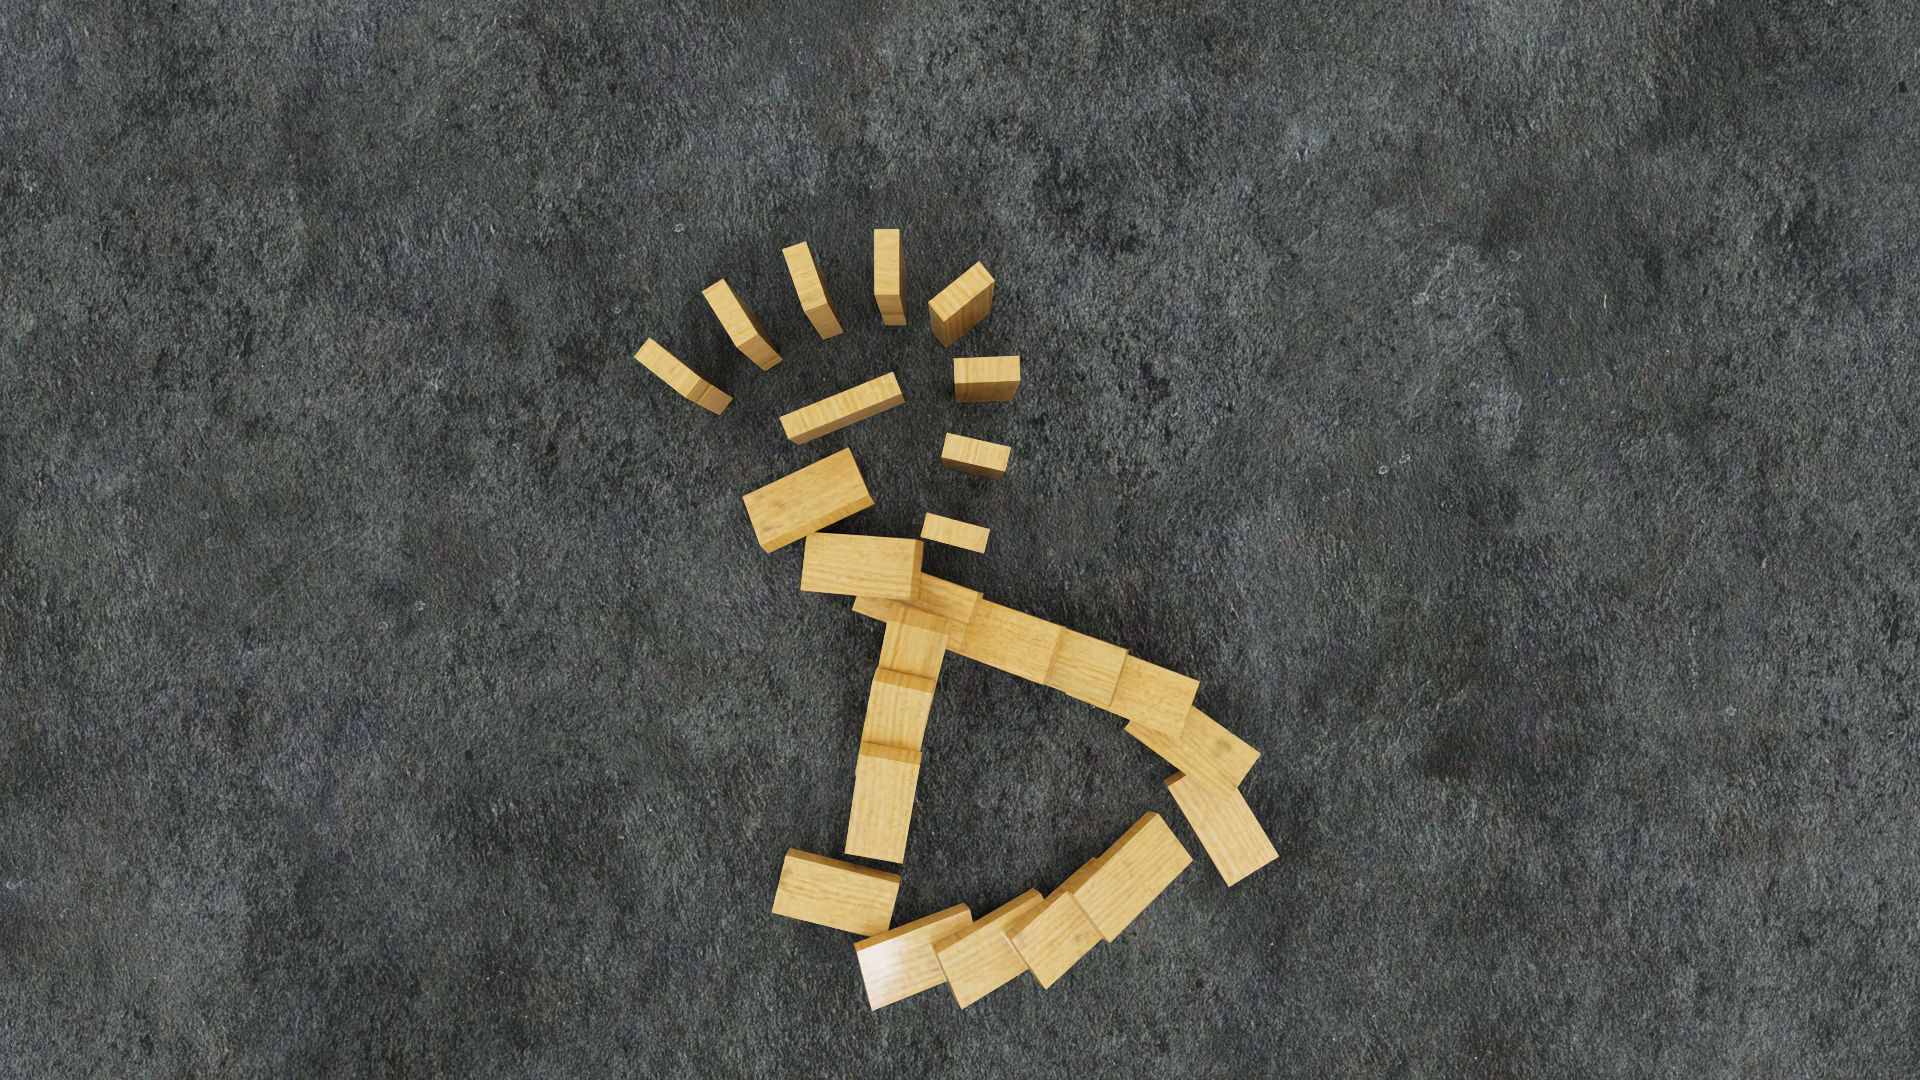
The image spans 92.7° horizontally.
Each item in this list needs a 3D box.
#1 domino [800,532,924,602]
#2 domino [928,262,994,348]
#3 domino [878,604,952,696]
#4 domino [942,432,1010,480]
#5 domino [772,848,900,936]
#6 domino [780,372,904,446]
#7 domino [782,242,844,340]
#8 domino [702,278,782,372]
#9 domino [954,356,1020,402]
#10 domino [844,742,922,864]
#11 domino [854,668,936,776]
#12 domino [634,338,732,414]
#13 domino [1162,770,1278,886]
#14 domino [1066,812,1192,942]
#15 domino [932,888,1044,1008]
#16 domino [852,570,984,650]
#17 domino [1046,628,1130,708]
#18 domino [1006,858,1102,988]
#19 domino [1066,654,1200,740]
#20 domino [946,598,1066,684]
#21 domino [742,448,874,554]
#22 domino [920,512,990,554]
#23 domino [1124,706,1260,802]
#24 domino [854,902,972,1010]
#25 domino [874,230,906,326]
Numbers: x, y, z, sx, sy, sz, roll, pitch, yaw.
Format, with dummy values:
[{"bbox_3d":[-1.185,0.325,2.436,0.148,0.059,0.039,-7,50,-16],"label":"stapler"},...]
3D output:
[{"bbox_3d":[-0.041,0.011,0.386,0.050,0.010,0.025,4,85,19],"label":"domino"},{"bbox_3d":[0.001,-0.095,0.375,0.025,0.050,0.009,-39,90,0],"label":"domino"},{"bbox_3d":[-0.021,0.051,0.381,0.025,0.009,0.050,14,127,0],"label":"domino"},{"bbox_3d":[0.006,-0.034,0.375,0.025,0.050,0.010,13,90,0],"label":"domino"},{"bbox_3d":[-0.053,0.153,0.395,0.050,0.010,0.025,14,90,0],"label":"domino"},{"bbox_3d":[-0.049,-0.055,0.388,0.050,0.025,0.010,-22,90,0],"label":"domino"},{"bbox_3d":[-0.059,-0.101,0.375,0.009,0.050,0.025,-19,90,0],"label":"domino"},{"bbox_3d":[-0.088,-0.087,0.375,0.010,0.050,0.025,-32,90,0],"label":"domino"},{"bbox_3d":[0.010,-0.065,0.375,0.025,0.050,0.010,-2,90,0],"label":"domino"},{"bbox_3d":[-0.033,0.111,0.387,0.025,0.009,0.050,10,110,0],"label":"domino"},{"bbox_3d":[-0.027,0.079,0.385,0.025,0.009,0.050,13,116,0],"label":"domino"},{"bbox_3d":[-0.112,-0.066,0.375,0.025,0.050,0.009,38,90,0],"label":"domino"},{"bbox_3d":[0.112,0.120,0.395,0.025,0.010,0.050,-31,90,0],"label":"domino"},{"bbox_3d":[0.072,0.142,0.388,0.050,0.009,0.025,-37,91,-18],"label":"domino"},{"bbox_3d":[0.016,0.172,0.388,0.050,0.010,0.025,-23,90,-18],"label":"domino"},{"bbox_3d":[-0.018,0.026,0.389,0.050,0.010,0.025,19,90,16],"label":"domino"},{"bbox_3d":[0.043,0.050,0.388,0.050,0.010,0.025,18,90,18],"label":"domino"},{"bbox_3d":[0.047,0.161,0.388,0.050,0.009,0.025,-35,91,-18],"label":"domino"},{"bbox_3d":[0.073,0.062,0.388,0.050,0.010,0.025,20,89,18],"label":"domino"},{"bbox_3d":[0.017,0.040,0.387,0.050,0.010,0.025,18,90,20],"label":"domino"},{"bbox_3d":[-0.065,-0.017,0.391,0.050,0.010,0.025,-25,66,0],"label":"domino"},{"bbox_3d":[-0.002,-0.003,0.375,0.025,0.050,0.009,15,90,0],"label":"domino"},{"bbox_3d":[0.098,0.085,0.388,0.050,0.009,0.025,35,90,17],"label":"domino"},{"bbox_3d":[-0.017,0.176,0.389,0.050,0.009,0.025,-15,90,-16],"label":"domino"},{"bbox_3d":[-0.028,-0.106,0.375,0.009,0.050,0.025,0,90,0],"label":"domino"}]
